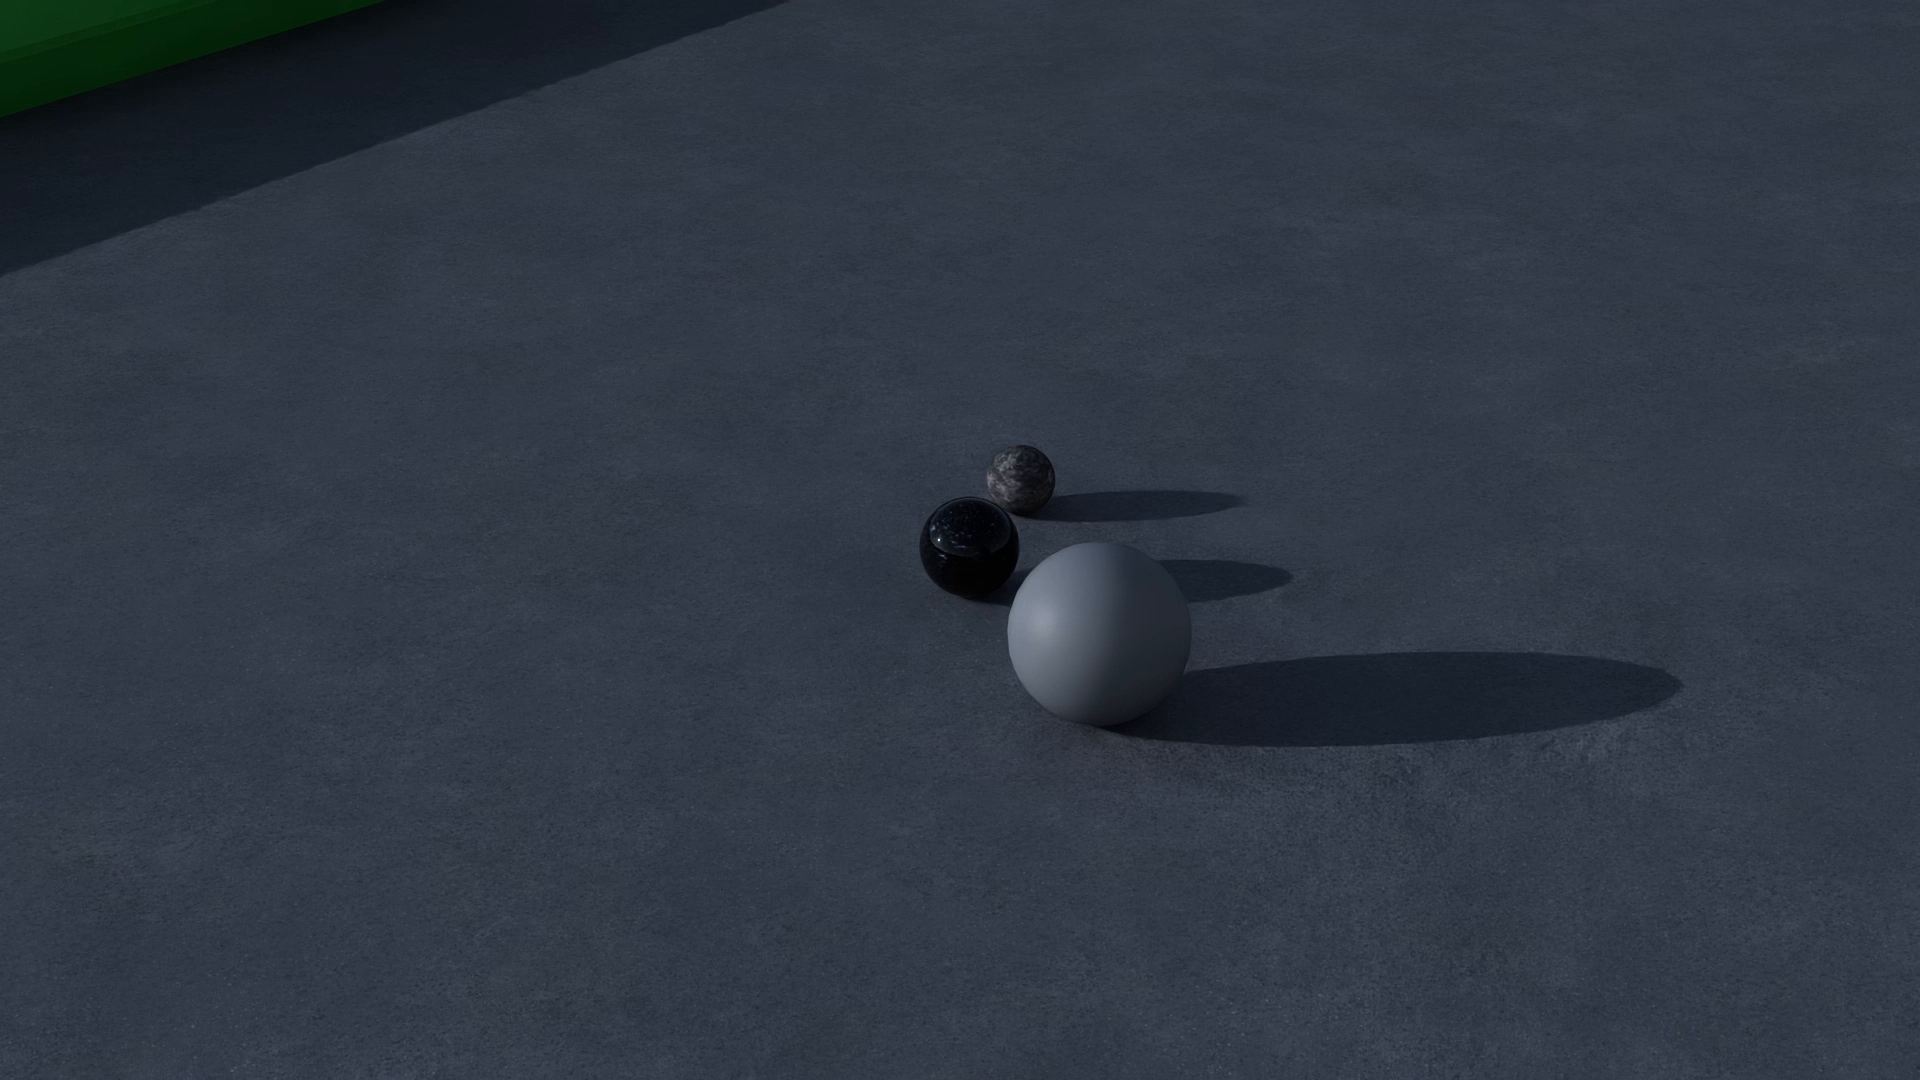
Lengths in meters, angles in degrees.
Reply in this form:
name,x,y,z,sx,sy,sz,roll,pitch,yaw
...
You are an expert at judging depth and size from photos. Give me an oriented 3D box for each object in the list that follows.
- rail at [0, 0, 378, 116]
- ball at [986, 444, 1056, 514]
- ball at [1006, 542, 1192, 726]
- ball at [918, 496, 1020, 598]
name,x,y,z,sx,sy,sz,roll,pitch,yaw
rail,-0.252,-0.728,3.078,0.045,0.129,4.268,19,33,33
ball,0.037,-0.037,1.813,0.043,0.043,0.043,0,27,0
ball,0.075,0.050,1.579,0.099,0.099,0.099,0,27,0
ball,0.006,0.004,1.714,0.059,0.059,0.059,0,27,0
